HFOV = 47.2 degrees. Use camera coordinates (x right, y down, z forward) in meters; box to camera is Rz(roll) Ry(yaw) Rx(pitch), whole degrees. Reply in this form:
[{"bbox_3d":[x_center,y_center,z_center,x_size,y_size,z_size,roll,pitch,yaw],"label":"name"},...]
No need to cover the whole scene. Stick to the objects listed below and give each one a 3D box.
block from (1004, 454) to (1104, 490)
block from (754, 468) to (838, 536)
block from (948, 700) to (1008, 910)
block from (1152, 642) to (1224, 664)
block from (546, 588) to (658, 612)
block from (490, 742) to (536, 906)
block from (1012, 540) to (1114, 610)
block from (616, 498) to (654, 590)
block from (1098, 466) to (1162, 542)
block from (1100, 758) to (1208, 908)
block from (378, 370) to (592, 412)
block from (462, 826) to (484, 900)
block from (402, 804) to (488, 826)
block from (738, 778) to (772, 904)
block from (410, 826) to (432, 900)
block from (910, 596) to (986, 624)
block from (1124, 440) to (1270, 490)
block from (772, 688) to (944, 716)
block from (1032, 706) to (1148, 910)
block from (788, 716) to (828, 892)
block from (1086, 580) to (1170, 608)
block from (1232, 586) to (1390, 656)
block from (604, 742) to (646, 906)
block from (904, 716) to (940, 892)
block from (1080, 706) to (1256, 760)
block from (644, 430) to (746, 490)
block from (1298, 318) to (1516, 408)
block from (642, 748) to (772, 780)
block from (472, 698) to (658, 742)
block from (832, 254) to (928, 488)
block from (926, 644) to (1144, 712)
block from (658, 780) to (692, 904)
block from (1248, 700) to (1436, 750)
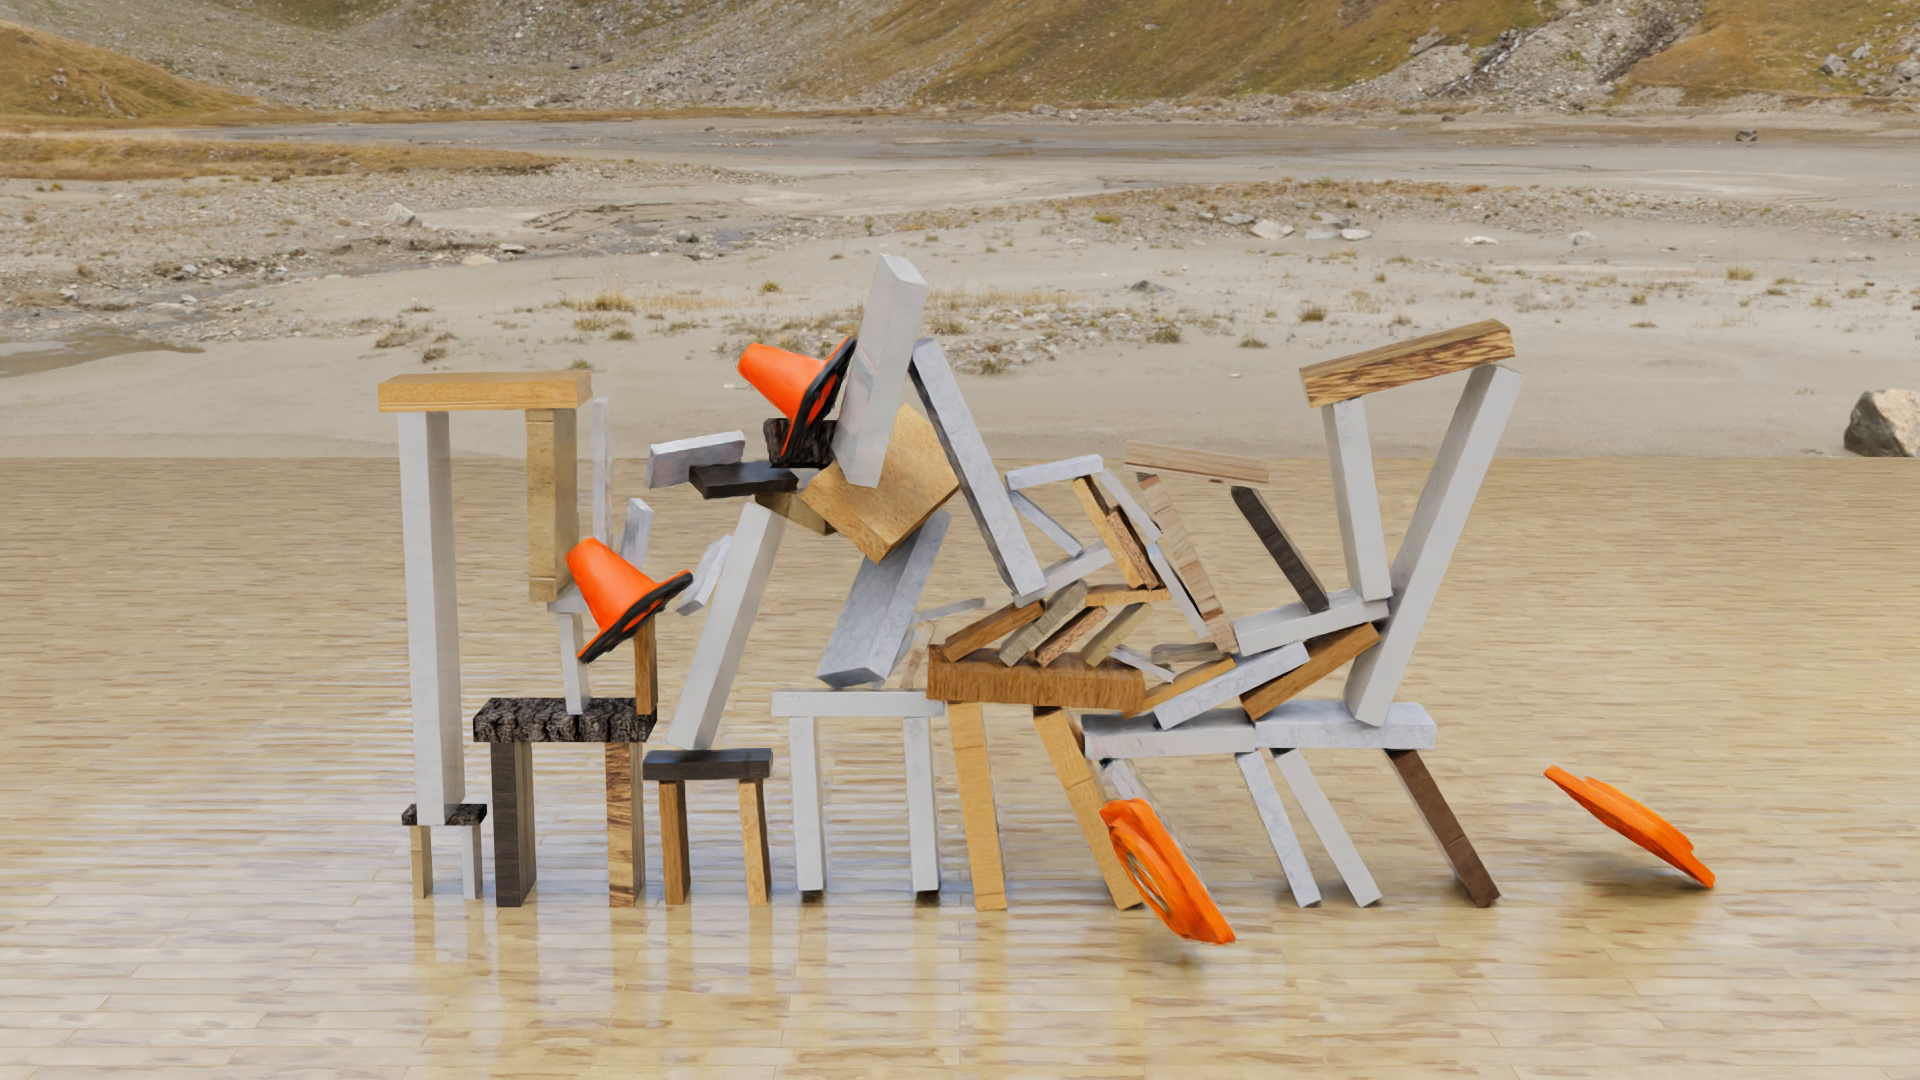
[{"bbox_3d":[0.152,-0.111,3.553,0.154,0.022,0.077,-12,8,-2],"label":"block"},{"bbox_3d":[-0.181,-0.093,3.763,0.160,0.045,0.320,25,28,32],"label":"block"},{"bbox_3d":[0.029,0.417,3.640,0.049,0.348,0.174,-8,10,1],"label":"block"},{"bbox_3d":[0.373,0.185,3.603,0.116,0.016,0.058,-3,11,7],"label":"block"},{"bbox_3d":[-0.583,0.098,3.585,0.167,0.024,0.084,0,10,-1],"label":"block"},{"bbox_3d":[-0.740,0.452,3.648,0.039,0.278,0.139,0,10,0],"label":"block"},{"bbox_3d":[0.166,0.054,3.577,0.174,0.025,0.087,-27,8,7],"label":"block"},{"bbox_3d":[-0.528,0.007,3.566,0.019,0.136,0.068,4,16,-28],"label":"block"},{"bbox_3d":[0.274,-0.058,3.539,0.019,0.137,0.068,-41,2,8],"label":"block"},{"bbox_3d":[0.318,0.465,3.646,0.039,0.275,0.137,-32,9,6],"label":"block"},{"bbox_3d":[-0.755,-0.238,3.513,0.310,0.044,0.155,-1,10,-1],"label":"block"},{"bbox_3d":[-0.812,0.527,3.663,0.018,0.127,0.063,0,11,0],"label":"block"},{"bbox_3d":[-0.855,0.455,3.649,0.127,0.018,0.063,0,11,0],"label":"block"},{"bbox_3d":[-0.340,0.489,3.647,0.029,0.205,0.103,-4,11,1],"label":"block"},{"bbox_3d":[-0.897,0.527,3.663,0.018,0.127,0.063,0,11,0],"label":"block"},{"bbox_3d":[-0.023,0.119,3.691,0.119,0.017,0.059,-15,-3,26],"label":"block"},{"bbox_3d":[0.380,-0.122,3.544,0.229,0.033,0.115,8,11,3],"label":"block"},{"bbox_3d":[-0.168,0.271,3.676,0.283,0.040,0.141,0,-1,-1],"label":"block"},{"bbox_3d":[0.212,0.423,3.641,0.049,0.348,0.174,-23,10,5],"label":"block"},{"bbox_3d":[-0.254,0.433,3.670,0.040,0.283,0.141,-3,-1,-1],"label":"block"},{"bbox_3d":[0.272,0.086,3.574,0.136,0.019,0.068,-5,11,4],"label":"block"},{"bbox_3d":[0.569,0.127,3.584,0.244,0.035,0.122,-16,9,6],"label":"block"},{"bbox_3d":[-0.555,0.452,3.648,0.039,0.278,0.139,0,10,0],"label":"block"},{"bbox_3d":[-0.063,0.434,3.667,0.040,0.283,0.141,-4,-1,1],"label":"block"},{"bbox_3d":[0.339,0.318,3.619,0.274,0.039,0.137,-3,11,1],"label":"block"},{"bbox_3d":[-0.439,-0.134,3.649,0.161,0.081,0.023,-12,51,-28],"label":"block"},{"bbox_3d":[0.706,-0.282,3.495,0.322,0.046,0.161,-14,10,8],"label":"block"},{"bbox_3d":[-0.414,0.370,3.622,0.205,0.029,0.103,-1,6,-2],"label":"block"},{"bbox_3d":[-0.647,0.296,3.620,0.278,0.039,0.139,0,10,0],"label":"block"},{"bbox_3d":[-0.129,-0.269,3.479,0.047,0.334,0.167,10,19,-17],"label":"block"},{"bbox_3d":[0.121,0.224,3.604,0.348,0.049,0.174,3,11,-1],"label":"block"},{"bbox_3d":[-0.473,0.489,3.647,0.029,0.205,0.103,-2,11,0],"label":"block"},{"bbox_3d":[0.623,0.303,3.618,0.291,0.041,0.145,1,11,0],"label":"block"}]
